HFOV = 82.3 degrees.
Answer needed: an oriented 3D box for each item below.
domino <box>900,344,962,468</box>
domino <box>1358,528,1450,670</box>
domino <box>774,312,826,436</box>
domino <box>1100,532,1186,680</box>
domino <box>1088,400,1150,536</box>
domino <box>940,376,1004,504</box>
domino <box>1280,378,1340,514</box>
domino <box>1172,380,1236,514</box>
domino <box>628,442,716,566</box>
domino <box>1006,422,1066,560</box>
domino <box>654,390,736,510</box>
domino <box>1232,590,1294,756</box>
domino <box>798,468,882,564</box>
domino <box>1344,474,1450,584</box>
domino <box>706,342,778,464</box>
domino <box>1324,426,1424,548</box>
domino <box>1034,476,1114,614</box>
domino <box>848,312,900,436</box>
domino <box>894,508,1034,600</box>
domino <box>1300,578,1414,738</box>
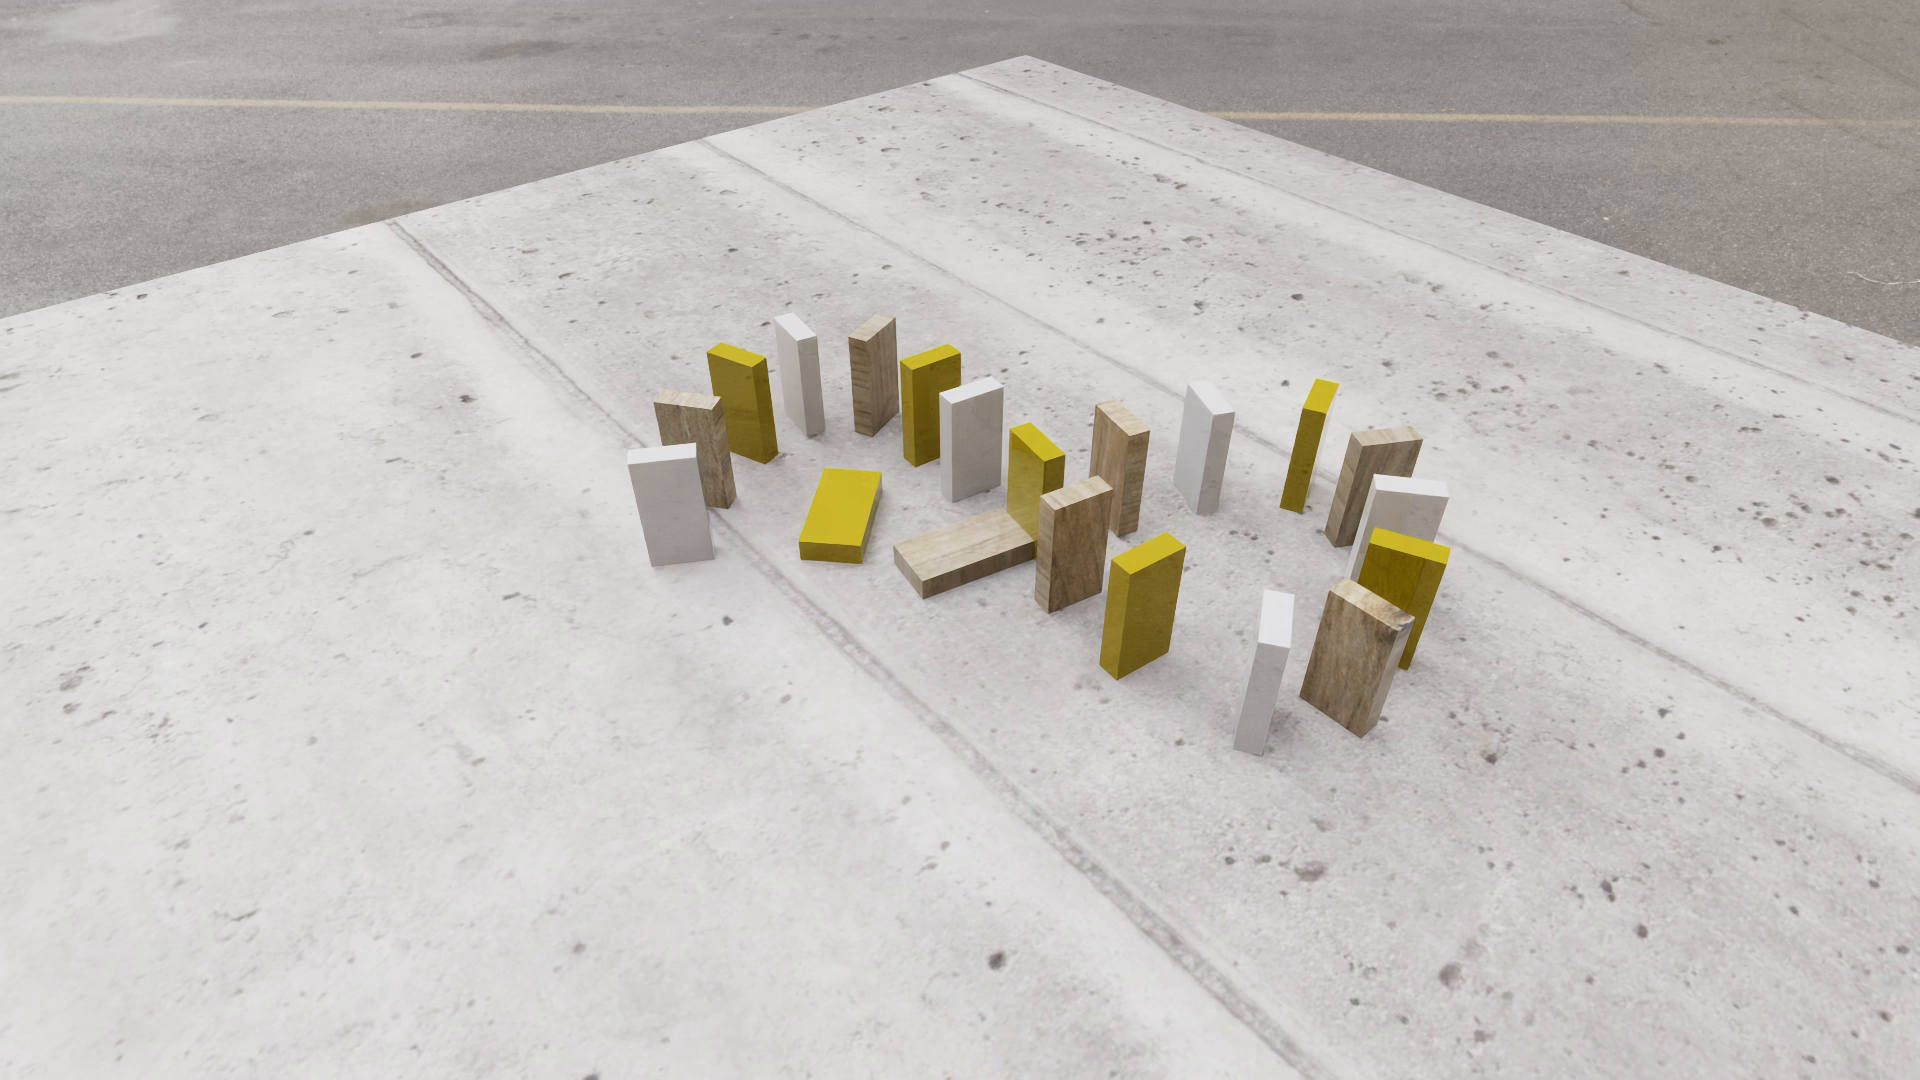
[{"bbox_3d":[-0.012,-0.059,0.483,0.025,0.050,0.010,-24,45,-26],"label":"domino"},{"bbox_3d":[0.151,0.021,0.386,0.025,0.050,0.010,18,43,20],"label":"domino"},{"bbox_3d":[-0.073,-0.076,0.504,0.009,0.050,0.025,-21,44,-24],"label":"domino"},{"bbox_3d":[0.063,0.024,0.383,0.025,0.050,0.010,-24,45,-26],"label":"domino"},{"bbox_3d":[0.064,-0.029,0.447,0.010,0.050,0.025,-17,42,-20],"label":"domino"},{"bbox_3d":[0.005,-0.042,0.462,0.025,0.050,0.010,-21,44,-24],"label":"domino"},{"bbox_3d":[0.146,-0.039,0.459,0.009,0.050,0.025,17,42,20],"label":"domino"},{"bbox_3d":[0.101,-0.038,0.458,0.010,0.050,0.025,-9,40,-11],"label":"domino"},{"bbox_3d":[-0.112,-0.013,0.427,0.025,0.050,0.010,-7,40,-8],"label":"domino"},{"bbox_3d":[0.029,-0.018,0.434,0.010,0.050,0.025,-19,43,-22],"label":"domino"},{"bbox_3d":[-0.109,-0.037,0.457,0.025,0.050,0.009,8,40,10],"label":"domino"},{"bbox_3d":[0.099,0.044,0.358,0.009,0.050,0.025,10,40,12],"label":"domino"},{"bbox_3d":[-0.049,-0.011,0.456,0.025,0.010,0.050,4,39,5],"label":"domino"},{"bbox_3d":[0.163,0.000,0.412,0.025,0.050,0.010,7,40,8],"label":"domino"},{"bbox_3d":[-0.095,-0.060,0.484,0.025,0.050,0.009,21,44,23],"label":"domino"},{"bbox_3d":[0.164,-0.021,0.437,0.025,0.050,0.009,-7,40,-8],"label":"domino"},{"bbox_3d":[0.042,0.002,0.409,0.025,0.050,0.010,-20,43,-23],"label":"domino"},{"bbox_3d":[-0.039,-0.075,0.503,0.009,0.050,0.025,18,43,21],"label":"domino"},{"bbox_3d":[0.002,0.005,0.438,0.050,0.010,0.025,-19,43,-22],"label":"domino"},{"bbox_3d":[0.130,0.039,0.363,0.010,0.050,0.025,-28,47,-30],"label":"domino"}]
